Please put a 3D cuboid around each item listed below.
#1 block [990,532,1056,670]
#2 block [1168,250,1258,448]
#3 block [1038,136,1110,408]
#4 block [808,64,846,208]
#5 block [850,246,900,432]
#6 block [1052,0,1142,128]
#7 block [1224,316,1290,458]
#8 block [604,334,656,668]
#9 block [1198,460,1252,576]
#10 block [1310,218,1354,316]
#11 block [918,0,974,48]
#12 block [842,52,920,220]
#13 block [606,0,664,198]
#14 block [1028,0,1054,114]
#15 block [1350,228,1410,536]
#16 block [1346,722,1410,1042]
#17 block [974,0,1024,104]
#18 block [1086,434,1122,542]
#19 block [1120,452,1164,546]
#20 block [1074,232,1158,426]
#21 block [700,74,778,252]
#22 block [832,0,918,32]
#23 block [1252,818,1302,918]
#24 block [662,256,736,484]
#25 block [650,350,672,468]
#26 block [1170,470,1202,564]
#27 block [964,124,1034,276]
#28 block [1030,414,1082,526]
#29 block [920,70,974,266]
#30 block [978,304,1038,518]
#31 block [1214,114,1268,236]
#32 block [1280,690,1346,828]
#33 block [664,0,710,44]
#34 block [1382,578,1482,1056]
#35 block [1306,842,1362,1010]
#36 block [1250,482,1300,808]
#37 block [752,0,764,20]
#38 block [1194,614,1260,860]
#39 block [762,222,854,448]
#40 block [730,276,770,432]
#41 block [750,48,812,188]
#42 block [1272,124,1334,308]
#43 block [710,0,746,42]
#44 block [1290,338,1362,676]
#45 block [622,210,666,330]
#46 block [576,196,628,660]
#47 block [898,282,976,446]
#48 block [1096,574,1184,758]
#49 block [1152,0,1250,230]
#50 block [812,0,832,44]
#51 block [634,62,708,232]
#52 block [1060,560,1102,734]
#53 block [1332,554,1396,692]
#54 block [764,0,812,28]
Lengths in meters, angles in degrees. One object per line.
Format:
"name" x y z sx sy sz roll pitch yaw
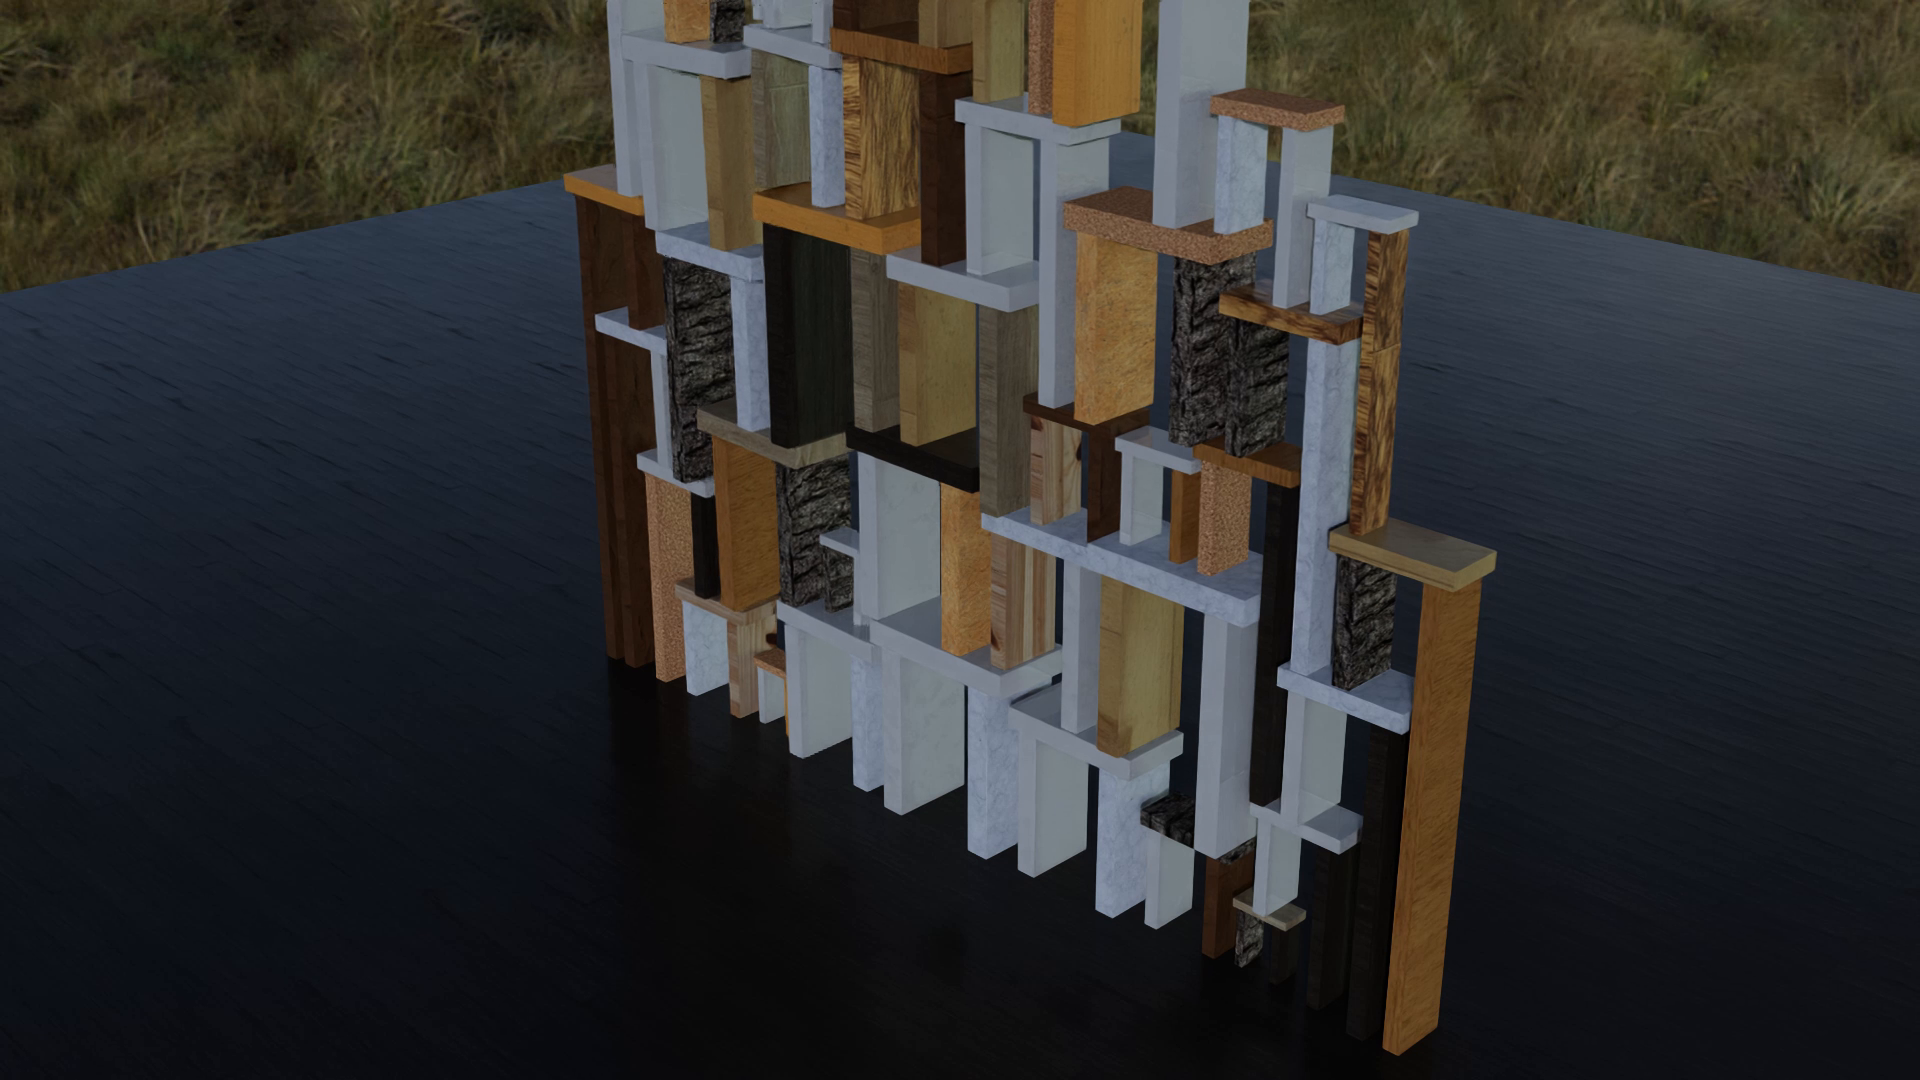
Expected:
"block" 0.120 0.096 4.133 0.136 0.272 0.039 -21 31 -41
"block" 0.417 -0.326 3.632 0.158 0.317 0.045 -22 31 -40
"block" 0.197 -0.469 3.814 0.038 0.470 0.133 21 31 41
"block" -0.218 -0.764 4.120 0.131 0.261 0.037 -19 29 -39
"block" -0.122 -0.399 4.187 0.050 0.355 0.178 21 31 41
"block" 0.228 -0.858 3.609 0.047 0.330 0.165 22 31 40
"block" 0.486 -0.262 3.586 0.117 0.234 0.033 -22 31 -40
"block" -0.716 -0.095 4.962 0.037 0.799 0.129 21 31 41
"block" 0.449 -0.050 3.720 0.029 0.203 0.102 21 31 41
"block" 0.578 -0.430 3.408 0.075 0.150 0.021 -22 31 -40
"block" 0.006 -1.027 3.774 0.168 0.336 0.048 -22 32 -40
"block" -0.144 -0.754 4.052 0.043 0.302 0.151 21 31 39
"block" -0.641 -1.030 4.474 0.043 0.643 0.153 20 30 39
"block" 0.158 -0.820 3.693 0.028 0.194 0.097 21 31 41
"block" 0.649 -0.245 3.409 0.021 0.492 0.075 21 31 40
"block" 0.718 0.557 3.683 0.124 0.598 0.035 -21 31 -41
"block" 0.067 -0.856 3.777 0.028 0.194 0.097 21 31 41
"block" 0.271 -0.101 3.886 0.103 0.207 0.029 -22 31 -40
"block" 0.318 -0.082 3.841 0.024 0.169 0.085 21 31 41
"block" 0.268 -0.378 3.773 0.045 0.332 0.158 21 31 41
"block" -0.419 -0.756 4.336 0.171 0.342 0.048 -21 30 -38
"block" -0.152 -1.090 3.919 0.168 0.336 0.048 -22 32 -40
"block" 0.558 0.559 3.860 0.095 0.189 0.027 -21 31 -41
"block" -0.534 -0.370 4.623 0.160 0.488 0.045 -18 29 -37
"block" -0.596 -0.295 4.739 0.129 0.258 0.037 -21 30 -39
"block" 0.397 -0.051 3.767 0.024 0.169 0.085 21 31 41
"block" 0.071 -0.612 3.889 0.133 0.265 0.038 -22 31 -40
"block" 0.174 -0.139 3.976 0.103 0.207 0.029 -22 31 -40
"block" -0.002 -0.676 3.934 0.151 0.349 0.043 -22 31 -40
"block" 0.106 -0.250 3.997 0.157 0.396 0.044 -22 31 -40
"block" 0.446 -0.586 3.484 0.094 0.187 0.027 -22 31 -40
"block" 0.601 0.350 3.722 0.124 0.248 0.035 -21 31 -41
"block" -0.505 -1.131 4.271 0.153 0.305 0.043 -20 30 -38
"block" 0.768 0.452 3.589 0.116 0.865 0.033 -21 31 -41
"block" 0.647 0.655 3.804 0.027 0.323 0.094 21 31 41
"block" 0.546 0.168 3.709 0.102 0.595 0.029 -21 31 -41
"block" -0.363 -1.066 4.180 0.072 0.143 0.020 -20 28 -40
"block" 0.491 0.317 3.830 0.174 0.458 0.049 -21 31 -41
"block" -0.298 -0.420 4.352 0.050 0.451 0.178 21 31 40
"block" -0.380 -0.394 4.451 0.160 0.320 0.045 -21 32 -38
"block" -0.335 -0.819 4.236 0.130 0.261 0.037 -17 27 -39
"block" 0.533 -0.507 3.419 0.094 0.282 0.027 -21 31 -40
"block" -0.448 -1.057 4.241 0.072 0.186 0.020 -17 28 -41
"block" 0.596 -0.061 3.551 0.117 0.574 0.033 -22 31 -40
"block" -0.649 -0.584 4.670 0.036 0.255 0.127 21 31 41
"block" -0.765 -0.246 4.946 0.127 1.090 0.036 -21 31 -41
"block" -0.041 -0.347 4.118 0.157 0.314 0.044 -21 31 -40
"block" 0.327 0.202 3.958 0.049 0.347 0.174 21 31 41
"block" 0.384 -0.738 3.491 0.165 0.461 0.047 -22 31 -40
"block" -0.216 -1.027 4.025 0.109 0.219 0.031 -17 30 -39
"block" -0.570 -0.817 4.497 0.171 0.342 0.048 -19 29 -37
"block" 0.248 0.177 4.028 0.039 0.339 0.136 21 31 41
"block" 0.658 0.118 3.566 0.116 0.232 0.033 -22 31 -40
"block" -0.314 -1.076 4.120 0.109 0.219 0.031 -19 31 -38
